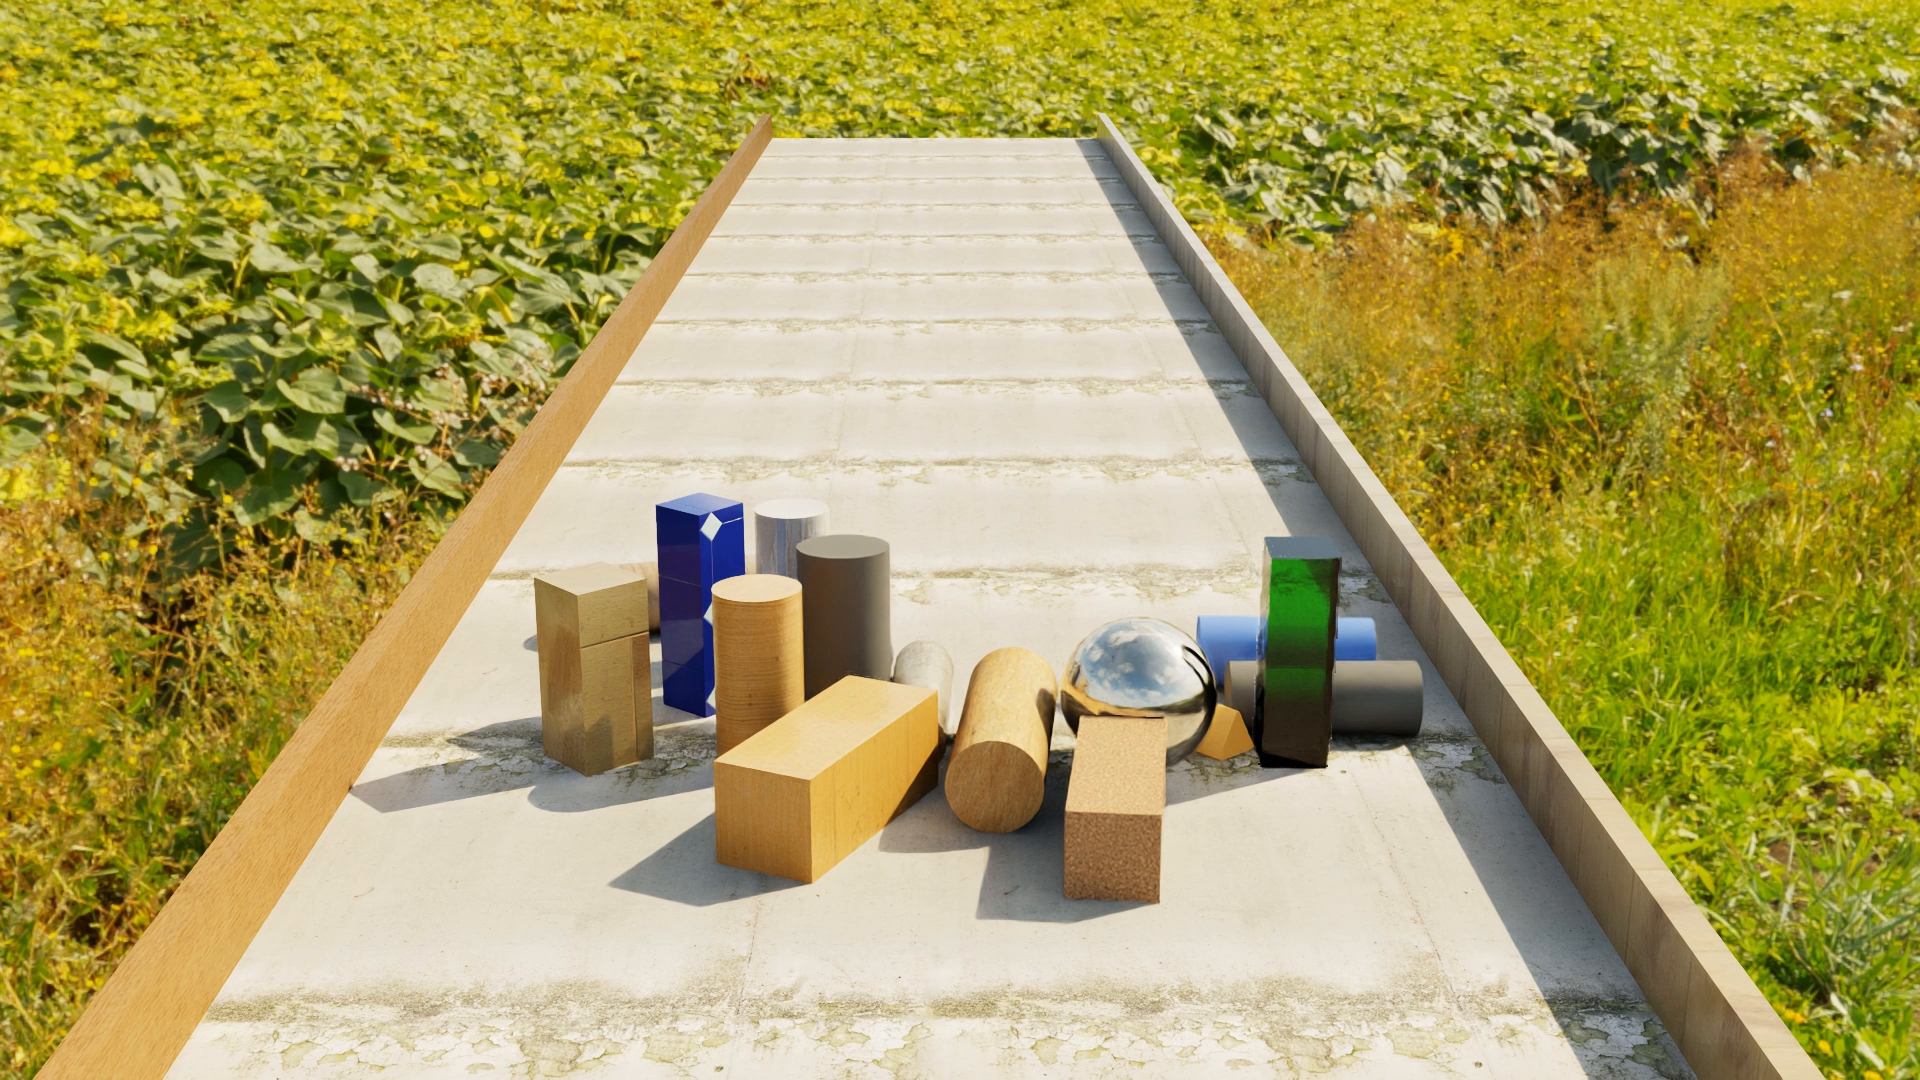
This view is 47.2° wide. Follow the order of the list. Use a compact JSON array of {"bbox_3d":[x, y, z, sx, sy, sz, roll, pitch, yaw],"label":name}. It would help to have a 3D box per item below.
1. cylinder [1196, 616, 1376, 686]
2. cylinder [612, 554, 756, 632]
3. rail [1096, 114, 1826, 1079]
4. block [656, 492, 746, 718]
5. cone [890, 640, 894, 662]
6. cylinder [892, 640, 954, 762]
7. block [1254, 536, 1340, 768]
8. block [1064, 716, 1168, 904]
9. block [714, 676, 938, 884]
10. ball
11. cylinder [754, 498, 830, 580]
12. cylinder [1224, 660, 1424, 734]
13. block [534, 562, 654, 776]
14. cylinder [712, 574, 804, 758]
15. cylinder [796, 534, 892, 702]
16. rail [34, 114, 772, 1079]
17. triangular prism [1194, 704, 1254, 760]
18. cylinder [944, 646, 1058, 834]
[{"bbox_3d":[0.628,0.217,4.256,0.332,0.137,0.137,1,17,2],"label":"cylinder"},{"bbox_3d":[-0.571,0.113,4.592,0.383,0.146,0.146,-4,17,-14],"label":"cylinder"},{"bbox_3d":[0.932,-0.844,7.801,0.050,0.150,12.000,0,17,-1],"label":"rail"},{"bbox_3d":[-0.483,0.121,4.129,0.115,0.394,0.115,13,21,37],"label":"block"},{"bbox_3d":[-0.277,0.262,4.244,0.117,0.117,0.311,15,33,41],"label":"cone"},{"bbox_3d":[-0.074,0.300,4.022,0.113,0.113,0.383,0,17,2],"label":"cylinder"},{"bbox_3d":[0.589,0.198,3.866,0.116,0.391,0.116,0,19,1],"label":"block"},{"bbox_3d":[0.254,0.426,3.539,0.146,0.146,0.405,2,17,6],"label":"block"},{"bbox_3d":[-0.212,0.385,3.625,0.175,0.175,0.437,8,18,25],"label":"block"},{"bbox_3d":[0.311,0.269,3.841,0.274,0.274,0.274,0,17,0],"label":"ball"},{"bbox_3d":[-0.335,0.082,4.416,0.149,0.304,0.149,0,17,0],"label":"cylinder"},{"bbox_3d":[0.663,0.287,4.028,0.344,0.133,0.133,0,17,1],"label":"cylinder"},{"bbox_3d":[-0.646,0.225,3.885,0.141,0.333,0.141,-14,22,-40],"label":"block"},{"bbox_3d":[-0.353,0.237,3.865,0.158,0.322,0.158,0,17,0],"label":"cylinder"},{"bbox_3d":[-0.214,0.170,4.074,0.172,0.326,0.172,0,15,0],"label":"cylinder"},{"bbox_3d":[-1.118,-0.838,7.780,0.050,0.150,12.000,0,17,-1],"label":"rail"},{"bbox_3d":[0.364,0.303,4.058,0.094,0.081,0.388,-15,22,-40],"label":"triangular prism"},{"bbox_3d":[0.077,0.338,3.805,0.163,0.163,0.460,1,17,5],"label":"cylinder"}]
